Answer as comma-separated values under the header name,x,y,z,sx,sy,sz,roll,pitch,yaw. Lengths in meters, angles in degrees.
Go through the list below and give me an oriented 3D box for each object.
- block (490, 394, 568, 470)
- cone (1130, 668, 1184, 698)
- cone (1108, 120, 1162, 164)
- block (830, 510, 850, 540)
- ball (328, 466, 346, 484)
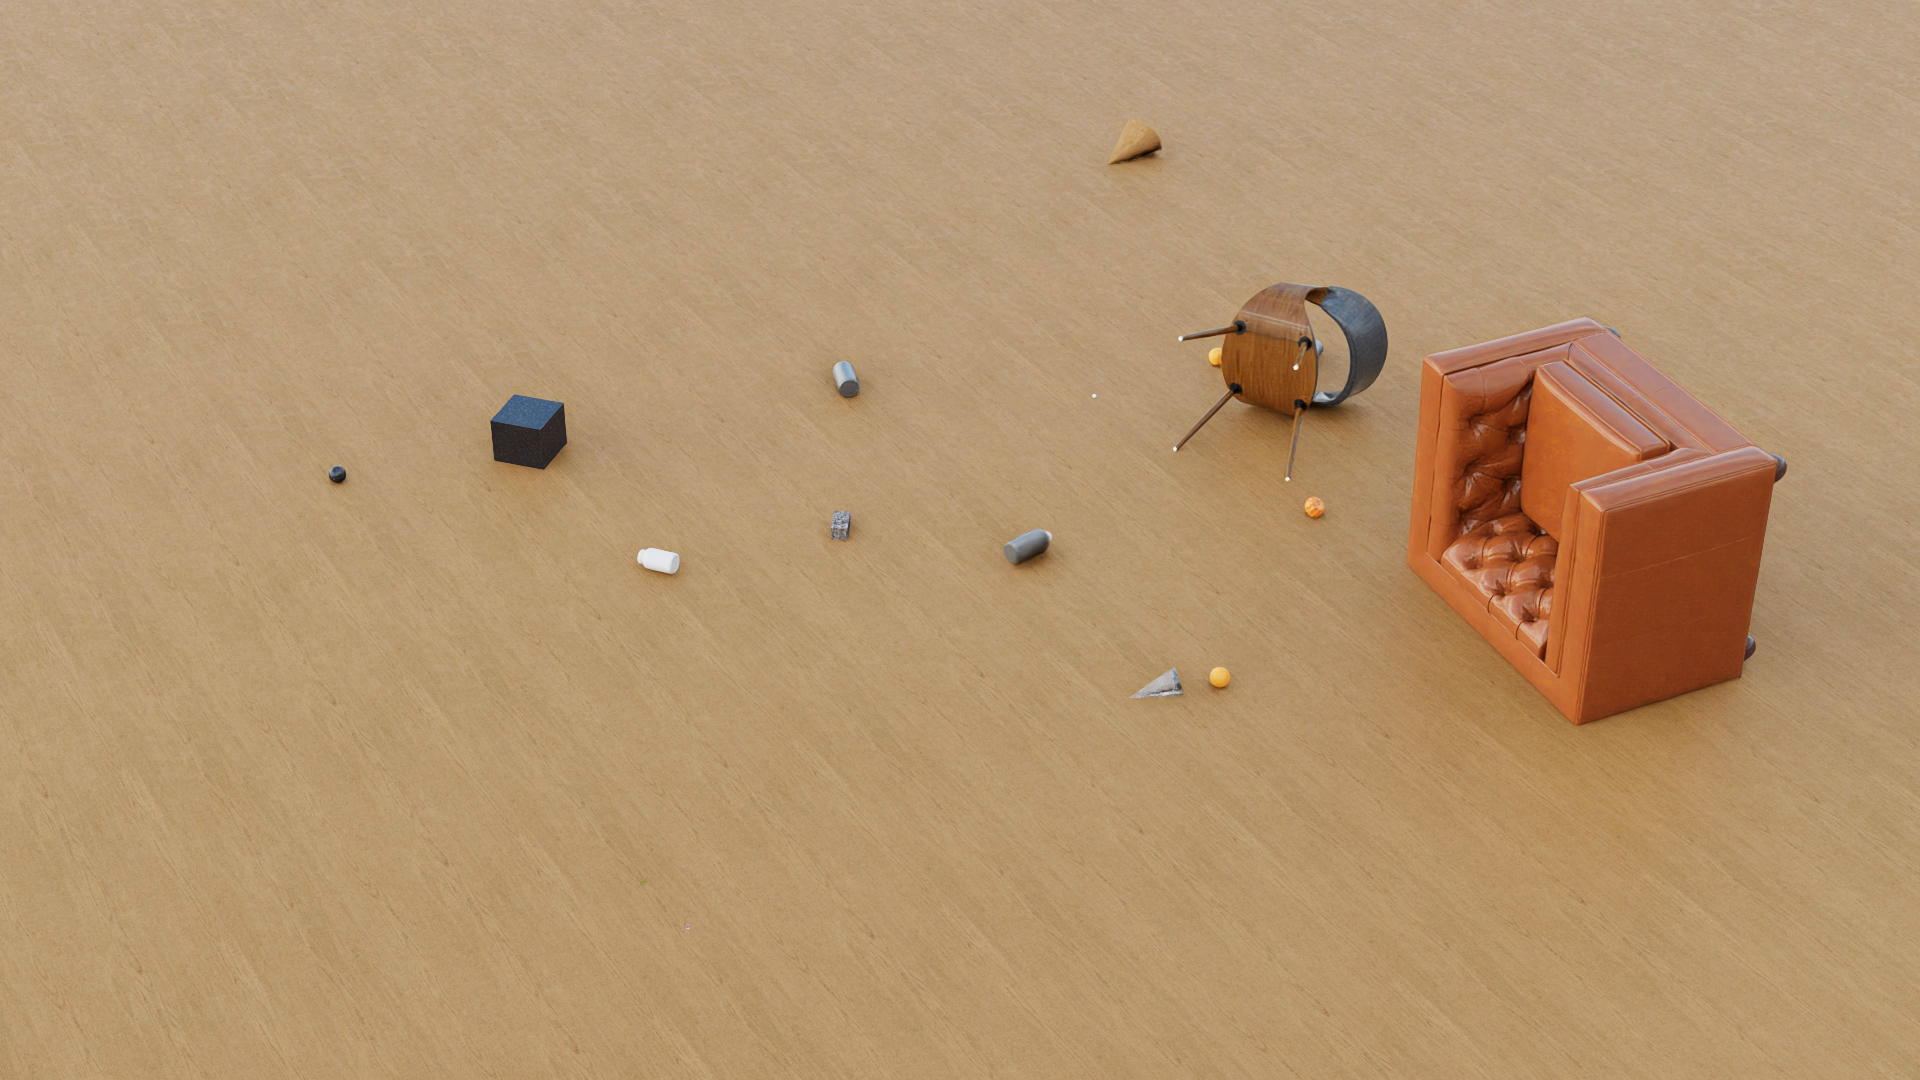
name,x,y,z,sx,sy,sz,roll,pitch,yaw
block,-1.678,-0.421,11.419,0.212,0.181,0.213,10,35,15
cone,0.668,0.515,10.120,0.182,0.094,0.111,-19,14,-2
cone,0.772,-1.813,13.629,0.249,0.153,0.228,-40,45,-21
block,-0.446,-0.054,10.980,0.062,0.051,0.118,2,33,3
ball,-2.392,-0.253,11.266,0.068,0.068,0.068,0,33,0
